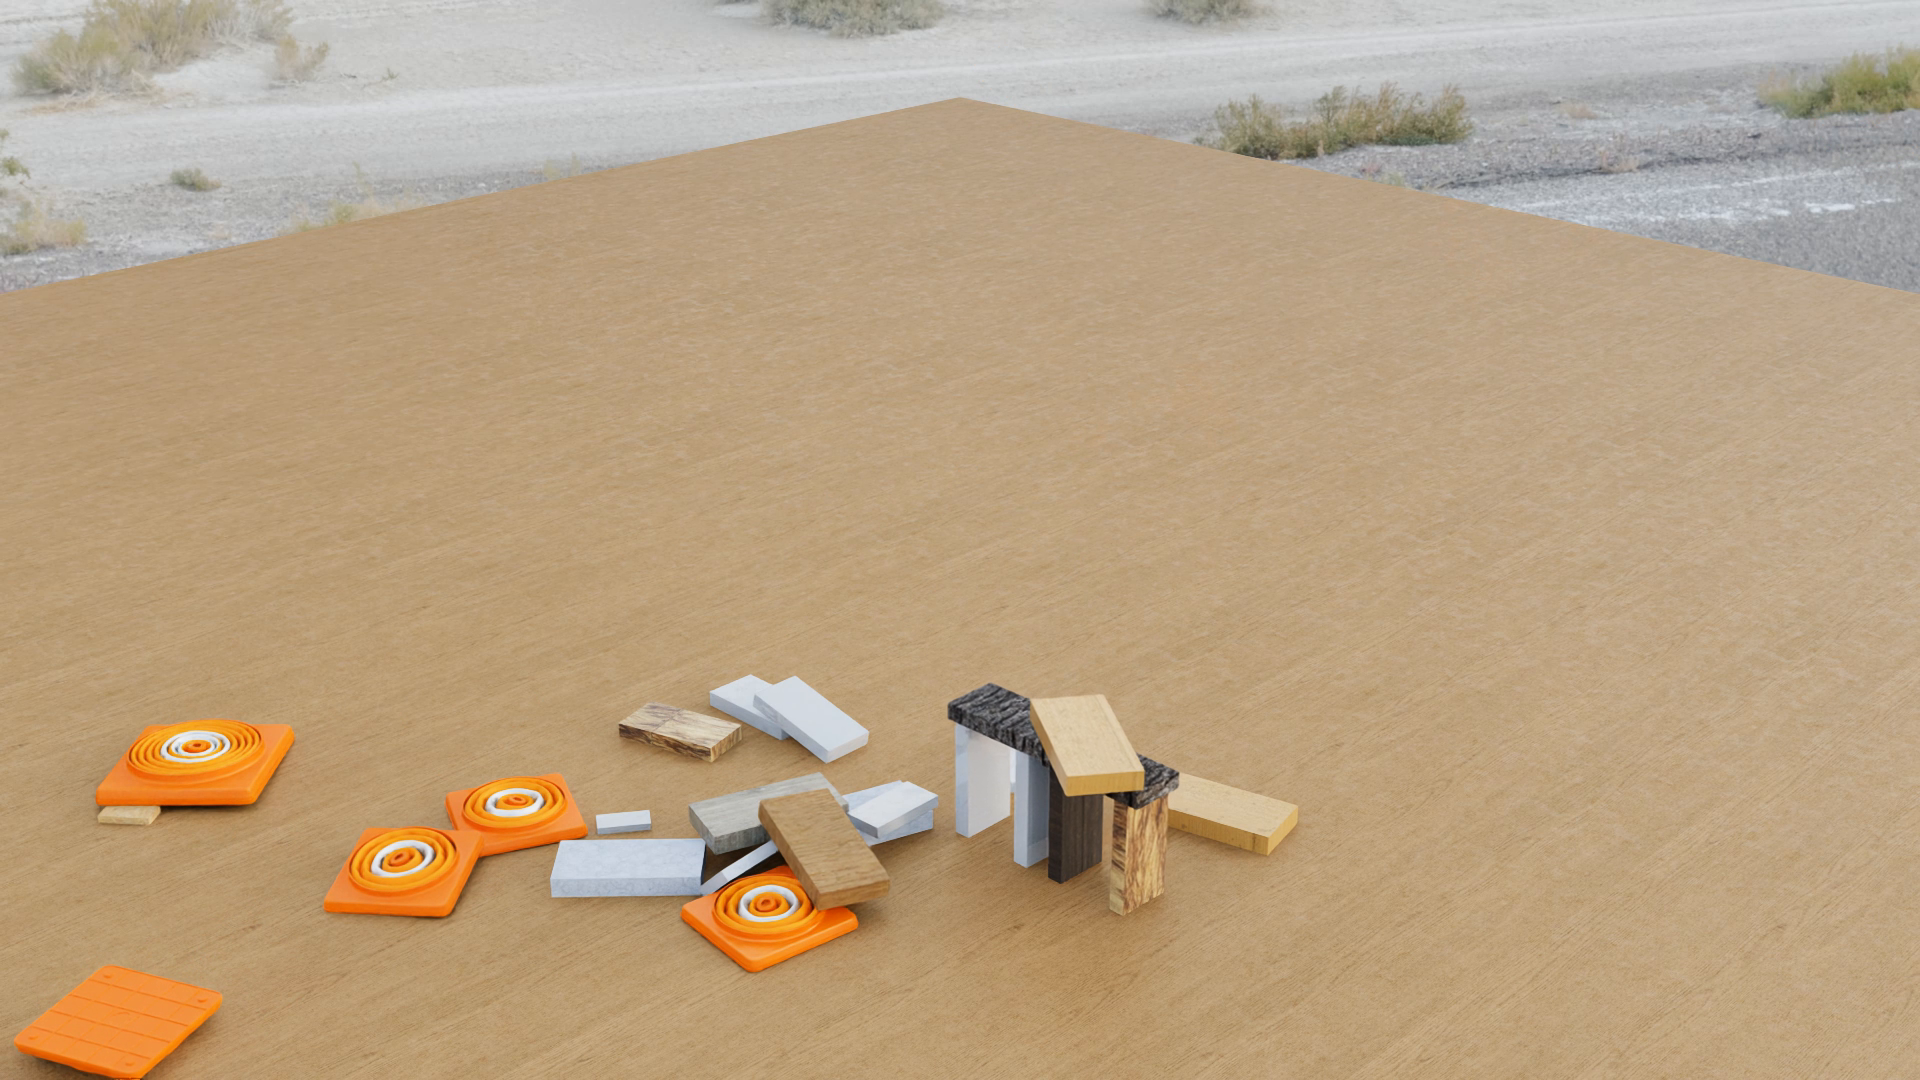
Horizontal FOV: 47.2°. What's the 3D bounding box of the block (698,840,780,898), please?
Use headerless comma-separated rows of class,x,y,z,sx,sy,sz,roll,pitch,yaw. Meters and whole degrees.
block,-0.412,0.622,4.194,0.173,0.024,0.086,-27,-9,-48

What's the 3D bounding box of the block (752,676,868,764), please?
block,-0.322,0.385,4.741,0.238,0.034,0.119,34,38,32

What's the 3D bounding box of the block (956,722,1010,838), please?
block,0.046,0.456,4.370,0.035,0.246,0.123,20,30,40

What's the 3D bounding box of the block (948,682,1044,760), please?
block,0.107,0.350,4.260,0.246,0.035,0.123,21,31,39

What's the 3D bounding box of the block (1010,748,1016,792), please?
block,0.080,0.477,4.605,0.086,0.024,0.173,-3,23,-6

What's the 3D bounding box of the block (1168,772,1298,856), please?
block,0.516,0.545,4.423,0.289,0.041,0.144,13,26,29

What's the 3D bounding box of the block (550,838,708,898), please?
block,-0.634,0.629,4.227,0.283,0.040,0.141,-1,23,-1

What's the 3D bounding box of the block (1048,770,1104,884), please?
block,0.223,0.529,4.212,0.118,0.236,0.033,-21,31,-41

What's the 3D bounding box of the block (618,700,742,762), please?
block,-0.603,0.412,4.746,0.238,0.034,0.119,12,26,26

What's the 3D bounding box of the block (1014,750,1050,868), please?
block,0.162,0.501,4.264,0.123,0.246,0.035,-21,31,-40

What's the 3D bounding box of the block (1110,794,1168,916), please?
block,0.335,0.573,4.108,0.118,0.236,0.033,-21,32,-41

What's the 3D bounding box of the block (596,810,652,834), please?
block,-0.674,0.566,4.408,0.106,0.015,0.053,-4,23,-10

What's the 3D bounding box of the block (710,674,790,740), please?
block,-0.429,0.368,4.850,0.239,0.034,0.119,21,31,40

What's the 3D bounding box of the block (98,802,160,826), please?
block,-1.677,0.553,4.439,0.106,0.015,0.053,2,23,5

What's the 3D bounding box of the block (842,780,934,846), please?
block,-0.212,0.561,4.388,0.283,0.040,0.141,-12,26,-26

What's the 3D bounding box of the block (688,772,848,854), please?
block,-0.377,0.538,4.339,0.283,0.040,0.141,-11,26,-25

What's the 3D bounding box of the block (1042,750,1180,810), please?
block,0.281,0.427,4.106,0.118,0.033,0.236,-21,31,-40

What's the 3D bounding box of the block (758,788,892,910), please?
block,-0.260,0.584,4.174,0.144,0.041,0.289,-7,34,-28

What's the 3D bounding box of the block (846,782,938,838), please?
block,-0.133,0.535,4.366,0.086,0.024,0.173,20,30,39

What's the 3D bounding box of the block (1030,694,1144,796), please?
block,0.234,0.380,4.104,0.144,0.041,0.289,-3,25,-11
